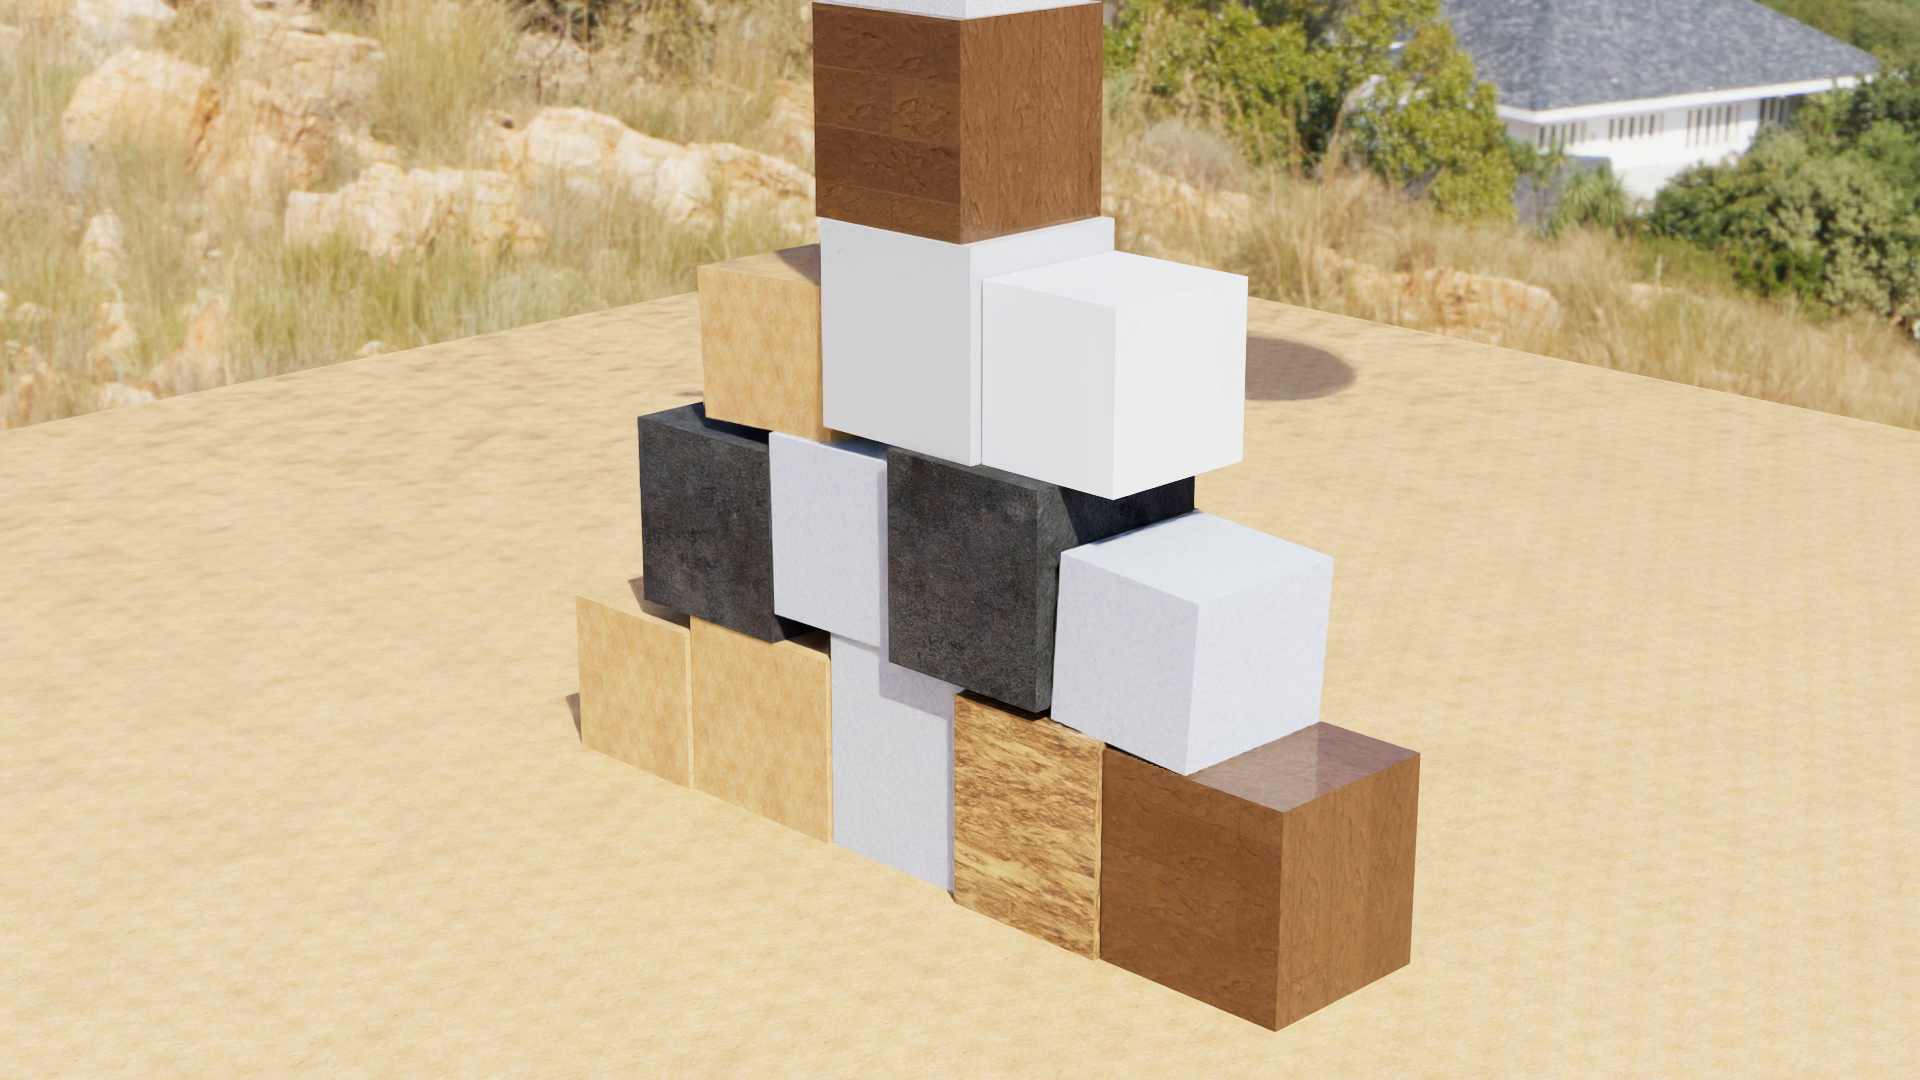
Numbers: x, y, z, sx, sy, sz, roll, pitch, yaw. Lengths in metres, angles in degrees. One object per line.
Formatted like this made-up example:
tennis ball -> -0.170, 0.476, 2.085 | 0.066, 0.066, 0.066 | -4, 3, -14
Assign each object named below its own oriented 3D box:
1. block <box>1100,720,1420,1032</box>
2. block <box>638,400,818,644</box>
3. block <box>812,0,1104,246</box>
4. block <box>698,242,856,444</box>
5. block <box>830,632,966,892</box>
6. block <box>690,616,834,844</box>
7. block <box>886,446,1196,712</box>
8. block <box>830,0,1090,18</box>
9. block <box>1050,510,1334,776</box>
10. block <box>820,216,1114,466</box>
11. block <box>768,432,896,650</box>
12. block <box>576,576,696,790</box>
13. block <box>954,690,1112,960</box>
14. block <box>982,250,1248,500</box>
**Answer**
block -> 1.266, 1.348, 12.442 | 0.910, 0.968, 0.966 | -17, 24, -42
block -> -0.895, -0.150, 14.250 | 0.915, 0.926, 0.944 | -17, 24, -42
block -> -0.009, -1.869, 12.751 | 0.872, 0.935, 0.901 | -17, 24, -42
block -> -0.612, -0.942, 13.716 | 0.824, 0.720, 0.871 | -17, 21, -42
block -> 0.013, 0.922, 13.638 | 0.851, 1.063, 0.869 | -17, 24, -42
block -> -0.656, 0.803, 14.276 | 0.864, 0.907, 0.968 | -17, 24, -42
block -> 0.358, 0.063, 12.958 | 1.008, 0.984, 0.904 | -17, 24, -42
block -> -0.003, -2.664, 12.512 | 0.824, 0.725, 0.750 | 16, 24, 42
block -> 0.982, 0.418, 12.440 | 0.873, 0.758, 0.761 | -17, 28, -42
block -> 0.032, -0.958, 12.989 | 0.894, 0.946, 0.929 | -17, 24, -42
block -> -0.257, -0.083, 13.600 | 0.886, 0.874, 0.856 | -17, 23, -42
block -> -1.302, 0.653, 14.917 | 0.940, 0.809, 0.853 | -17, 24, -42
block -> 0.604, 1.144, 13.041 | 0.933, 0.998, 0.845 | -17, 24, -42
block -> 0.654, -0.717, 12.453 | 0.828, 0.807, 0.754 | -17, 24, -42
